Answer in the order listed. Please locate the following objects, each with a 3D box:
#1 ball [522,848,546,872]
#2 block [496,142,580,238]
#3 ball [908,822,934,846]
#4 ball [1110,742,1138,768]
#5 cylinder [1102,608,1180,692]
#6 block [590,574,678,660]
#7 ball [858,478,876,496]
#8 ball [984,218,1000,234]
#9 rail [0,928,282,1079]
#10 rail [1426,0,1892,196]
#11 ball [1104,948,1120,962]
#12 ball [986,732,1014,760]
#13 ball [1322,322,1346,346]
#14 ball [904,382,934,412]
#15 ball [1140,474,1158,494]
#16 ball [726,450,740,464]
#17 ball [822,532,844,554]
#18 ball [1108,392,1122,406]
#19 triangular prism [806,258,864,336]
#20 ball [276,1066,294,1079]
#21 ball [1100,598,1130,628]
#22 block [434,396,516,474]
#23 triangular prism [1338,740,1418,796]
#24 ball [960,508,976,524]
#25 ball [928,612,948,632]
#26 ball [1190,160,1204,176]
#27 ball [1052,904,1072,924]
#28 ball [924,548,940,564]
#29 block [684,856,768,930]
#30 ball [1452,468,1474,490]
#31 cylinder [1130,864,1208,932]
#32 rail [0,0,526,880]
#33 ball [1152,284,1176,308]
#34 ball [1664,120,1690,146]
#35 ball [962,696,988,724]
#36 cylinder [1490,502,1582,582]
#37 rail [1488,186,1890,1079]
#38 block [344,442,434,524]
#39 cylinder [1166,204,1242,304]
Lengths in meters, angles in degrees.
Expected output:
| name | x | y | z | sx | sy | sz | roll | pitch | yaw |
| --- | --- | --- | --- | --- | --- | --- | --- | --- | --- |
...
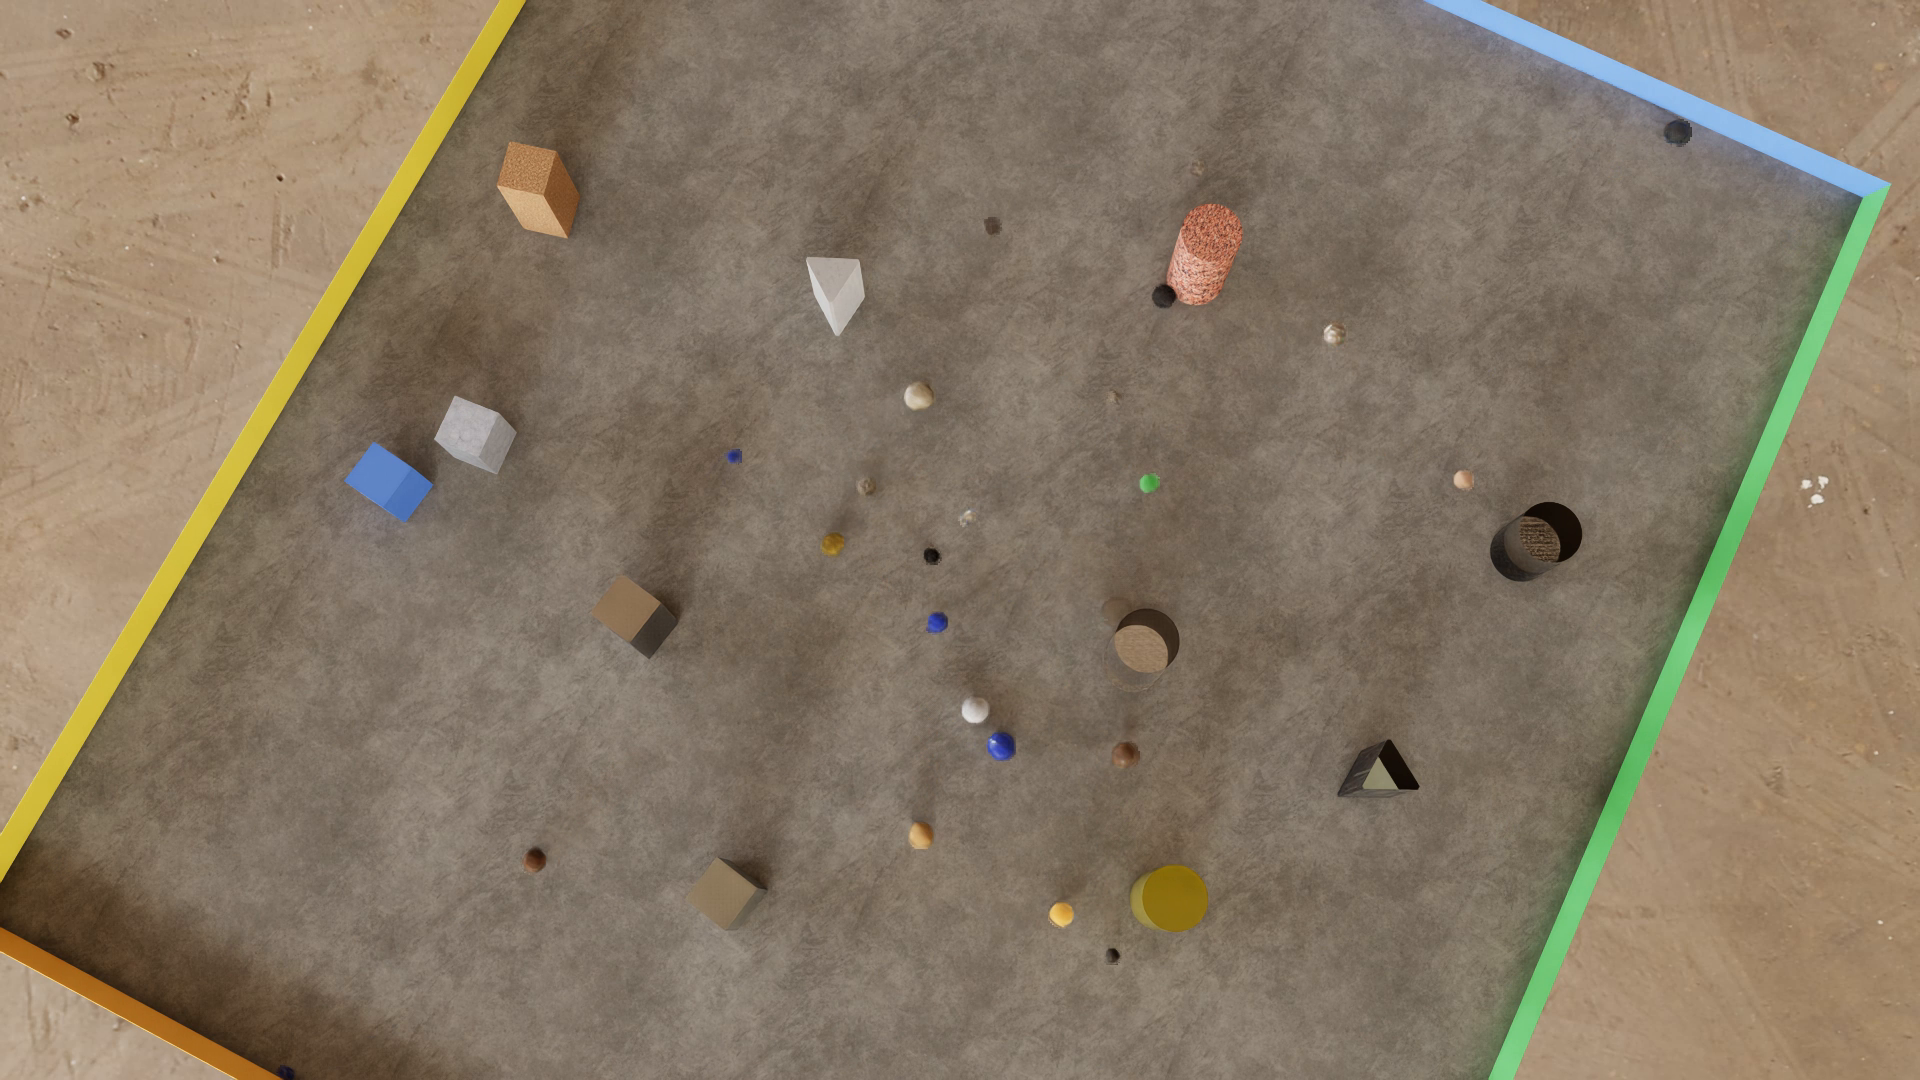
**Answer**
| name | x | y | z | sx | sy | sz | roll | pitch | yaw |
| --- | --- | --- | --- | --- | --- | --- | --- | --- | --- |
| ball | -1.250 | 0.943 | 5.386 | 0.069 | 0.069 | 0.069 | 0 | 78 | 0 |
| block | -1.298 | -1.077 | 5.659 | 0.145 | 0.352 | 0.145 | 13 | 79 | 3 |
| ball | -0.115 | 0.867 | 5.400 | 0.073 | 0.073 | 0.073 | 0 | 78 | 0 |
| ball | 0.488 | 0.640 | 5.444 | 0.079 | 0.079 | 0.079 | 0 | 78 | 0 |
| cylinder | 0.522 | 0.325 | 5.322 | 0.182 | 0.445 | 0.182 | 0 | 78 | 0 |
| block | -0.954 | 0.228 | 5.395 | 0.145 | 0.341 | 0.145 | 36 | 81 | 7 |
| ball | -0.287 | -0.162 | 5.621 | 0.057 | 0.057 | 0.057 | 0 | 78 | 0 |
| ball | 0.098 | -0.992 | 5.795 | 0.051 | 0.051 | 0.051 | 0 | 78 | 0 |
| rail | -1.024 | 2.012 | 5.139 | 4.197 | 0.118 | 0.045 | 26 | 80 | 5 |
| rail | 1.024 | -2.000 | 5.968 | 4.197 | 0.118 | 0.045 | 26 | 80 | 5 |
| ball | 0.443 | 1.211 | 5.344 | 0.042 | 0.042 | 0.042 | 0 | 78 | 0 |
| ball | 0.121 | 0.611 | 5.447 | 0.083 | 0.083 | 0.083 | 0 | 78 | 0 |
| ball | 1.168 | -0.641 | 5.712 | 0.071 | 0.071 | 0.071 | 0 | 78 | 0 |
| ball | -0.127 | -0.444 | 5.662 | 0.091 | 0.091 | 0.091 | 0 | 78 | 0 |
| ball | 0.579 | -0.174 | 5.622 | 0.059 | 0.059 | 0.059 | 0 | 78 | 0 |
| ball | -0.699 | -0.257 | 5.648 | 0.043 | 0.043 | 0.043 | 0 | 78 | 0 |
| ball | -0.385 | 0.009 | 5.580 | 0.068 | 0.068 | 0.068 | 0 | 78 | 0 |
| ball | 0.480 | -0.440 | 5.685 | 0.043 | 0.043 | 0.043 | 0 | 78 | 0 |
| triangular prism | -0.400 | -0.773 | 5.612 | 0.136 | 0.320 | 0.157 | 32 | 80 | 6 |
| ball | -1.940 | 1.540 | 5.273 | 0.048 | 0.048 | 0.048 | 0 | 78 | 0 |
| ball | 0.470 | 0.220 | 5.525 | 0.091 | 0.091 | 0.091 | 0 | 78 | 0 |
| block | -1.469 | -0.317 | 5.568 | 0.145 | 0.223 | 0.145 | 21 | 79 | 4 |
| triangular prism | 1.204 | 0.661 | 5.301 | 0.157 | 0.350 | 0.136 | 0 | 78 | 0 |
| ball | 0.026 | -0.071 | 5.606 | 0.049 | 0.049 | 0.049 | 0 | 78 | 0 |
| ball | -0.067 | 0.248 | 5.532 | 0.064 | 0.064 | 0.064 | 0 | 78 | 0 |
| ball | 0.756 | -1.184 | 5.837 | 0.048 | 0.048 | 0.048 | 0 | 78 | 0 |
| ball | 0.298 | 1.093 | 5.356 | 0.057 | 0.057 | 0.057 | 0 | 78 | 0 |
| ball | -0.087 | 0.047 | 5.582 | 0.048 | 0.048 | 0.048 | 0 | 78 | 0 |
| block | -0.666 | 1.016 | 5.252 | 0.145 | 0.302 | 0.145 | 36 | 81 | 7 |
| ball | 1.543 | -0.185 | 5.625 | 0.069 | 0.069 | 0.069 | 0 | 78 | 0 |
| cylinder | 0.591 | 1.021 | 5.212 | 0.182 | 0.379 | 0.182 | 0 | 78 | 0 |
| rail | -1.856 | -0.902 | 5.742 | 0.045 | 0.118 | 4.627 | 26 | 80 | 5 |
| ball | 0.639 | -0.761 | 5.736 | 0.074 | 0.074 | 0.074 | 0 | 78 | 0 |
| ball | 2.285 | -1.299 | 5.846 | 0.077 | 0.077 | 0.077 | 0 | 78 | 0 |
| ball | 0.045 | 0.507 | 5.470 | 0.080 | 0.080 | 0.080 | 0 | 78 | 0 |
| cylinder | 1.713 | 0.008 | 5.460 | 0.182 | 0.304 | 0.182 | 0 | 78 | 0 |
| rail | 1.856 | 0.915 | 5.366 | 0.045 | 0.118 | 4.627 | 26 | 80 | 5 |
| block | -1.724 | -0.173 | 5.540 | 0.145 | 0.219 | 0.145 | 33 | 80 | 6 |
| cylinder | 0.744 | -0.868 | 5.597 | 0.182 | 0.389 | 0.182 | 0 | 78 | 0 |
